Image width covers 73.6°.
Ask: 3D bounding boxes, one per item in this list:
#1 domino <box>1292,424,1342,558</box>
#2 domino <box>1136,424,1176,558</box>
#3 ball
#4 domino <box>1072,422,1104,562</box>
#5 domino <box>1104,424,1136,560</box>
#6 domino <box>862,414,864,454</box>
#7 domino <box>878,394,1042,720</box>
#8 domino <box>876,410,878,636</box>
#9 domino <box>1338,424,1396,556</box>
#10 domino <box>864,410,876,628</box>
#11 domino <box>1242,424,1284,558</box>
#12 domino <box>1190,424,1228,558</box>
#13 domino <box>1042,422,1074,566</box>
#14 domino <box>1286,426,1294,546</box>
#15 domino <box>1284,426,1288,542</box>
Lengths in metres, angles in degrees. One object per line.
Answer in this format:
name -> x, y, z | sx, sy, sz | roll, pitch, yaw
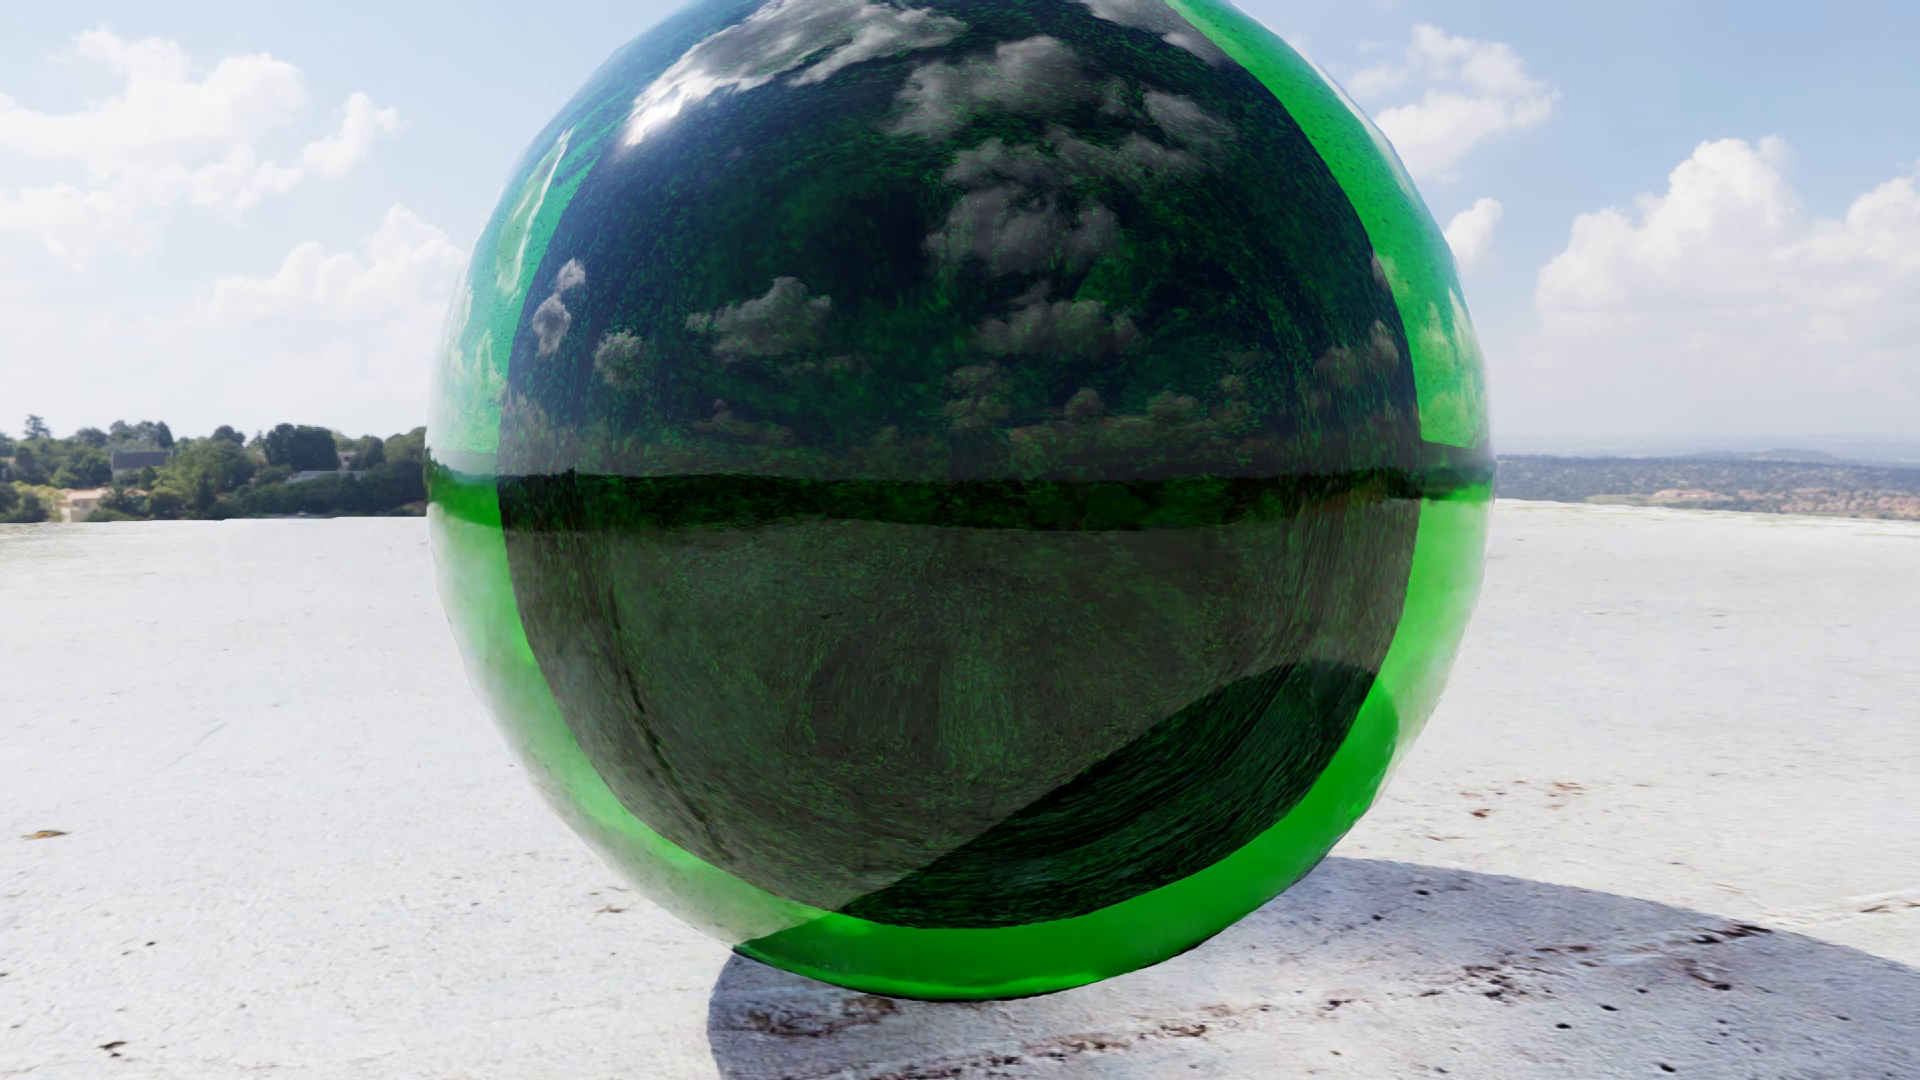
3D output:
domino -> 0.135, -0.019, 0.488 | 0.009, 0.050, 0.025 | 0, 4, -5
domino -> 0.074, -0.019, 0.489 | 0.009, 0.050, 0.025 | 0, 4, -4
ball -> 0.000, -0.005, 0.103 | 0.080, 0.080, 0.080 | 0, 4, 0
domino -> 0.040, -0.018, 0.470 | 0.025, 0.050, 0.010 | 3, 6, 39
domino -> 0.055, -0.019, 0.483 | 0.009, 0.050, 0.025 | -2, 5, -29
domino -> -0.011, -0.007, 0.322 | 0.025, 0.050, 0.009 | 0, 4, 1
domino -> 0.000, 0.002, 0.201 | 0.025, 0.050, 0.009 | 0, 4, 0
domino -> -0.005, -0.004, 0.281 | 0.025, 0.050, 0.009 | -1, 4, -13
domino -> 0.153, -0.020, 0.495 | 0.025, 0.050, 0.010 | 3, 5, 31
domino -> -0.010, -0.005, 0.301 | 0.025, 0.050, 0.009 | -1, 4, -10
domino -> 0.115, -0.019, 0.488 | 0.009, 0.050, 0.025 | 0, 4, 2
domino -> 0.095, -0.019, 0.489 | 0.009, 0.050, 0.025 | 0, 4, 2
domino -> 0.027, -0.017, 0.454 | 0.025, 0.050, 0.009 | 4, 6, 42
domino -> 0.150, -0.023, 0.535 | 0.025, 0.050, 0.010 | -1, 4, -7
domino -> 0.154, -0.024, 0.555 | 0.025, 0.050, 0.009 | 2, 5, 25
